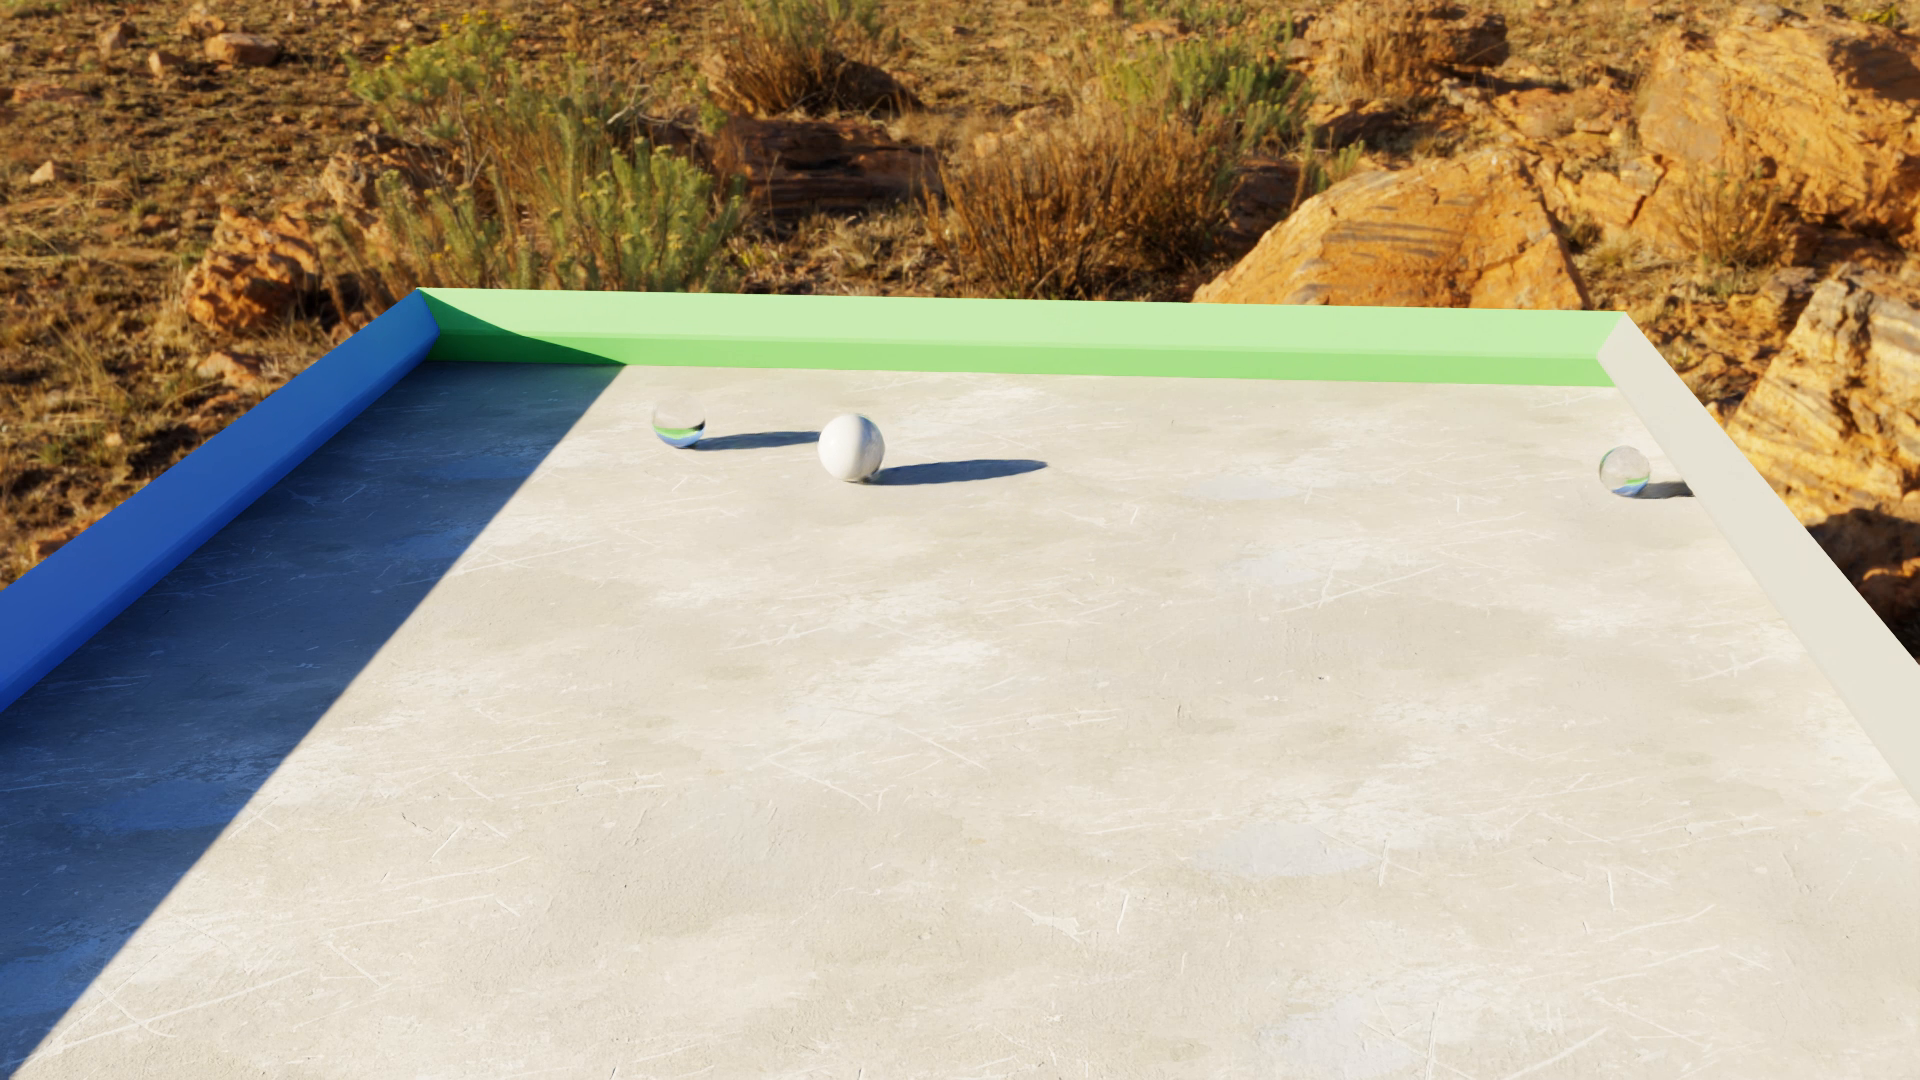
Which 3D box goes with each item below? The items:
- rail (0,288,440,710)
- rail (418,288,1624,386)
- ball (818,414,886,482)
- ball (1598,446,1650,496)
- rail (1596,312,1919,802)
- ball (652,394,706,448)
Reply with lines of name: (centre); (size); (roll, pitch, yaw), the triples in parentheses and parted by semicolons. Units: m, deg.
rail: (-0.965, 0.253, 1.788); (0.045, 0.114, 3.496); (2, 20, 5)
rail: (0.072, -0.303, 3.334); (1.837, 0.114, 0.045); (2, 20, 5)
ball: (-0.141, -0.120, 2.865); (0.088, 0.088, 0.088); (0, 20, 0)
ball: (0.850, -0.088, 2.813); (0.064, 0.064, 0.064); (0, 20, 0)
rail: (0.818, 0.303, 1.646); (0.045, 0.114, 3.496); (2, 20, 5)
ball: (-0.384, -0.163, 3.006); (0.074, 0.074, 0.074); (0, 20, 0)
